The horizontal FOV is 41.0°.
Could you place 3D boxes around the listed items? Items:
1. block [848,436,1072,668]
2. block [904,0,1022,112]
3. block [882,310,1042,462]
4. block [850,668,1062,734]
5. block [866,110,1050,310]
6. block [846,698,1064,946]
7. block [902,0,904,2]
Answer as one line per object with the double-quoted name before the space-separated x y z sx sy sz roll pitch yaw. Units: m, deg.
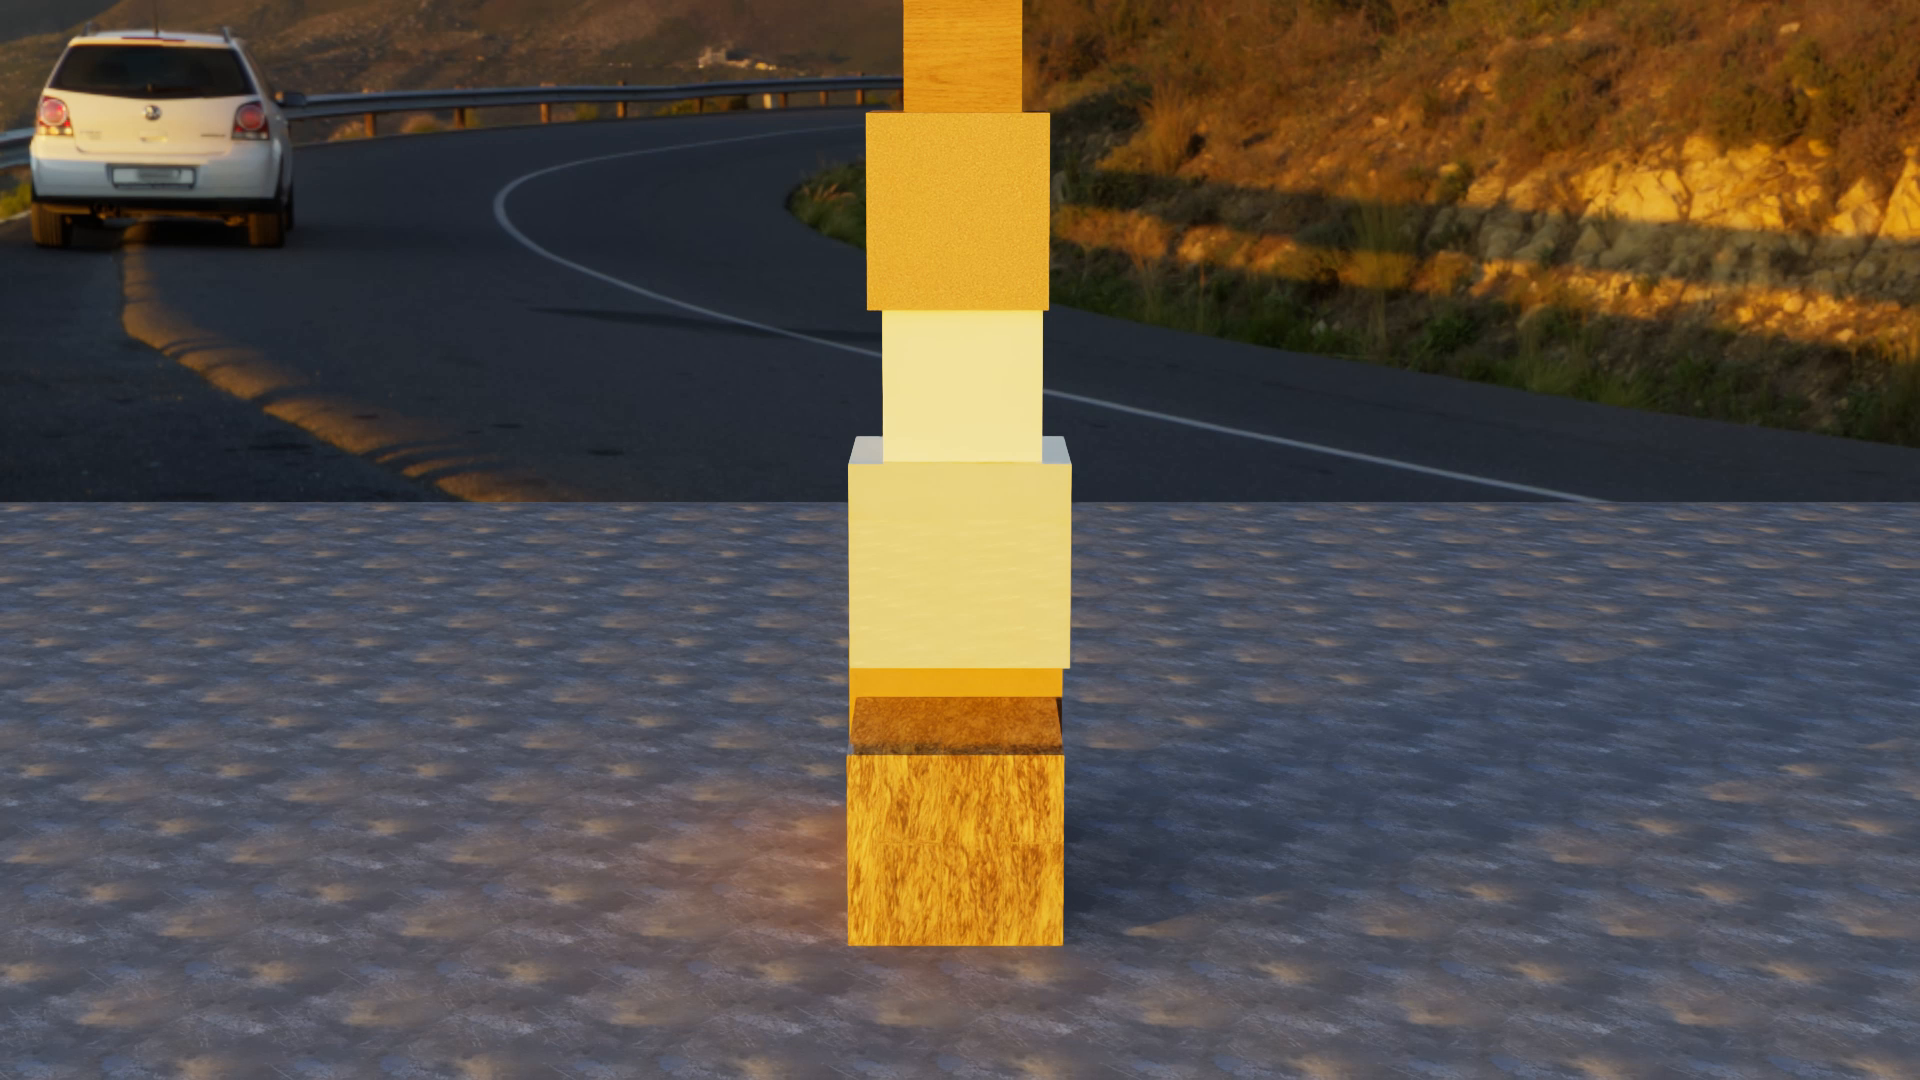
"block" -0.001 0.038 11.187 0.931 0.873 0.835 0 10 0
"block" 0.011 -2.040 10.809 0.487 0.464 0.516 0 10 0
"block" 0.011 -0.705 11.052 0.667 0.639 0.679 0 10 0
"block" -0.018 0.883 11.844 0.937 1.024 1.010 0 10 0
"block" -0.008 -1.416 10.923 0.751 0.805 0.776 0 10 0
"block" -0.018 1.173 10.875 0.876 0.801 0.980 0 10 0
"block" -0.004 -2.519 10.722 0.492 0.508 0.480 0 10 0
